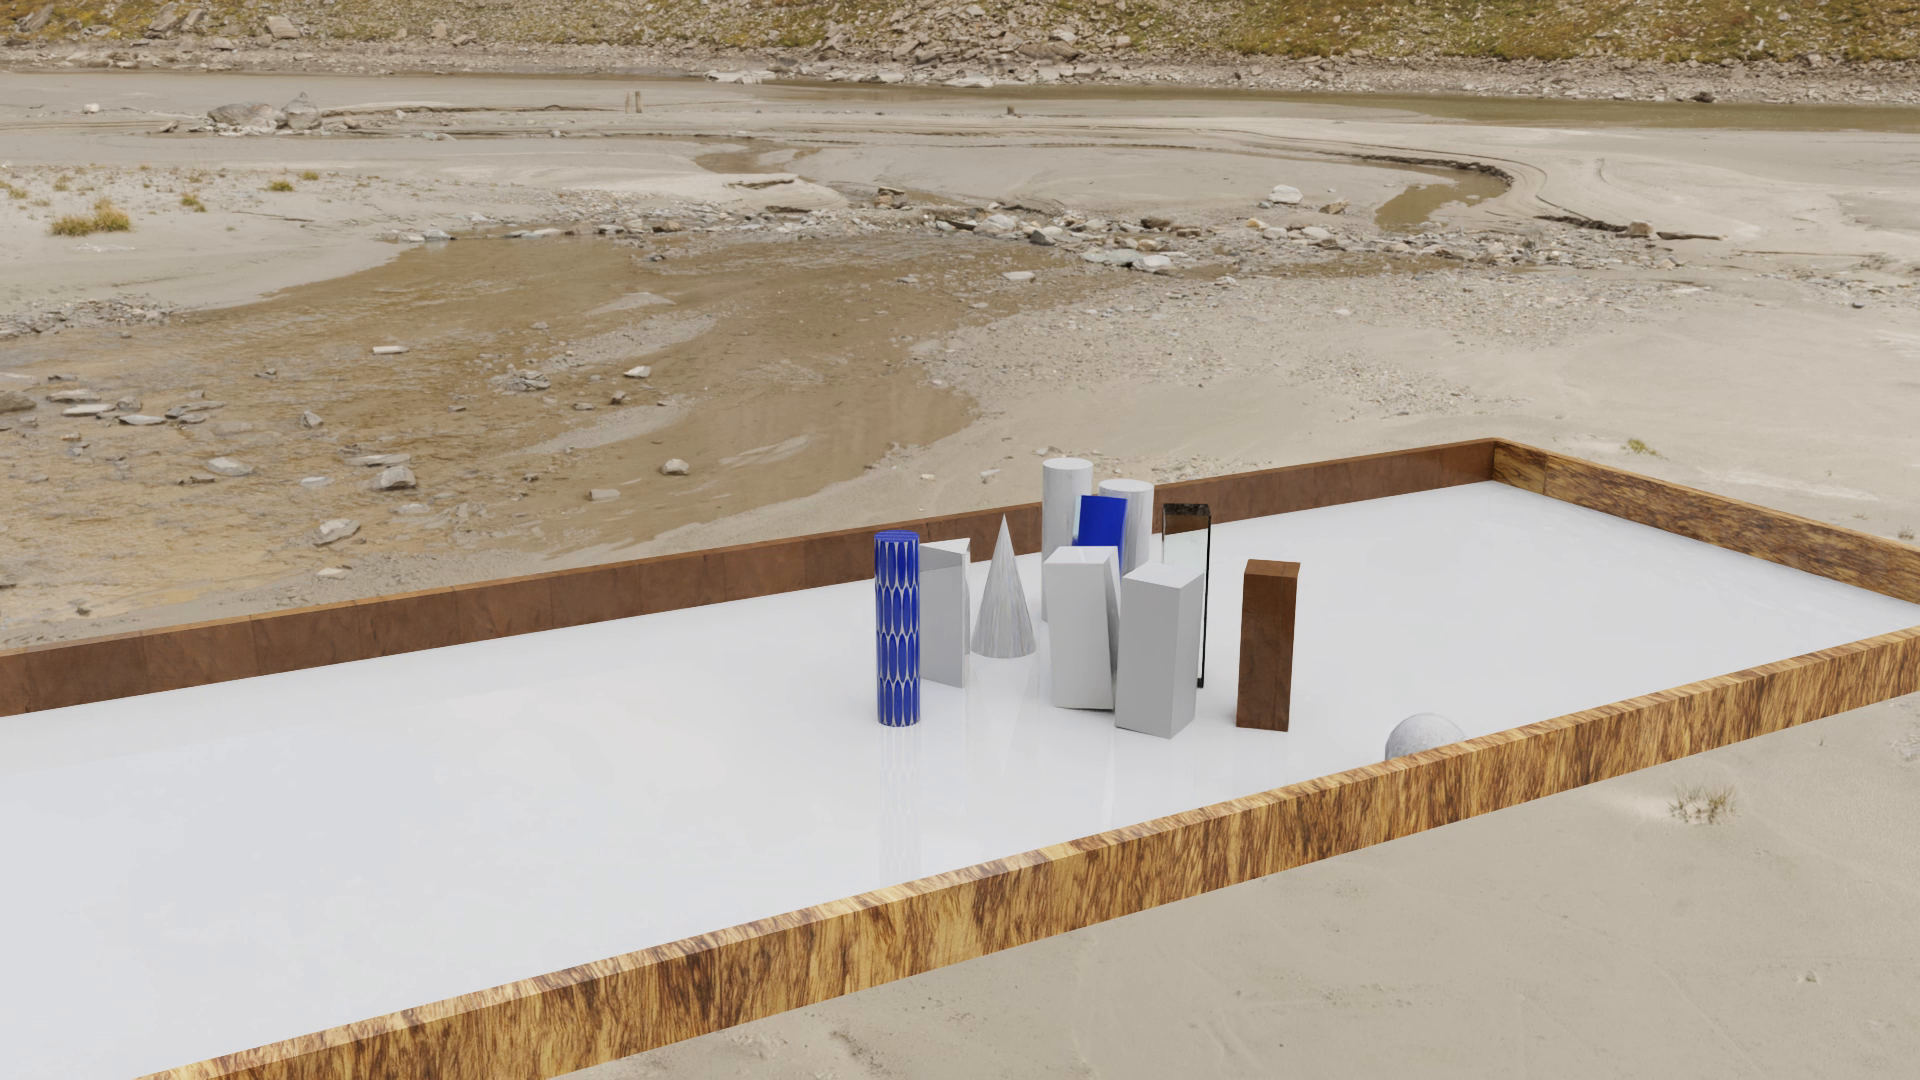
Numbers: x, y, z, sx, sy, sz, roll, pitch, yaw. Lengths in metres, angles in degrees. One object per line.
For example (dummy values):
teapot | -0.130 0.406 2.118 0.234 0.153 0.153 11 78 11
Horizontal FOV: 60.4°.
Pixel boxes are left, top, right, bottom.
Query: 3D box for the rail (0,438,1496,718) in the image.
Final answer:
rail | -3.305 0.497 3.399 12.000 0.150 0.050 -9 18 -27

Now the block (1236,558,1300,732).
block | 0.720 0.245 3.853 0.121 0.377 0.121 4 17 14

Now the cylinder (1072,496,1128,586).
cylinder | 0.340 0.111 4.165 0.133 0.439 0.133 5 0 0

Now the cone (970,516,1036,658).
cone | 0.115 0.106 4.336 0.179 0.370 0.179 0 16 0

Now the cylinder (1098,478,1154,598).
cylinder | 0.425 0.069 4.332 0.144 0.439 0.144 2 15 0

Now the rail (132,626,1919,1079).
rail | -2.336 1.006 1.665 12.000 0.150 0.050 -9 18 -27

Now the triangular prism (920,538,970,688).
triangular prism | -0.012 0.177 4.131 0.135 0.351 0.117 11 20 34

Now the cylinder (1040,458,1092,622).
cylinder | 0.294 0.004 4.556 0.136 0.443 0.136 0 16 0

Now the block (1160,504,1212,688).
block | 0.554 0.139 4.093 0.110 0.445 0.110 1 16 4

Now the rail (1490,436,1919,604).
rail | 2.466 -0.048 5.253 0.050 0.150 2.100 -9 18 -27

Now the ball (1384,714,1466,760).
ball | 0.990 0.456 3.496 0.174 0.174 0.174 0 16 0

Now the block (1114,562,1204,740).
block | 0.463 0.254 3.832 0.142 0.367 0.142 11 20 29

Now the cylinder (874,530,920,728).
cylinder | -0.145 0.207 3.850 0.104 0.451 0.104 0 16 0

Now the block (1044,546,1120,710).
block | 0.304 0.210 3.977 0.145 0.363 0.145 0 16 19
